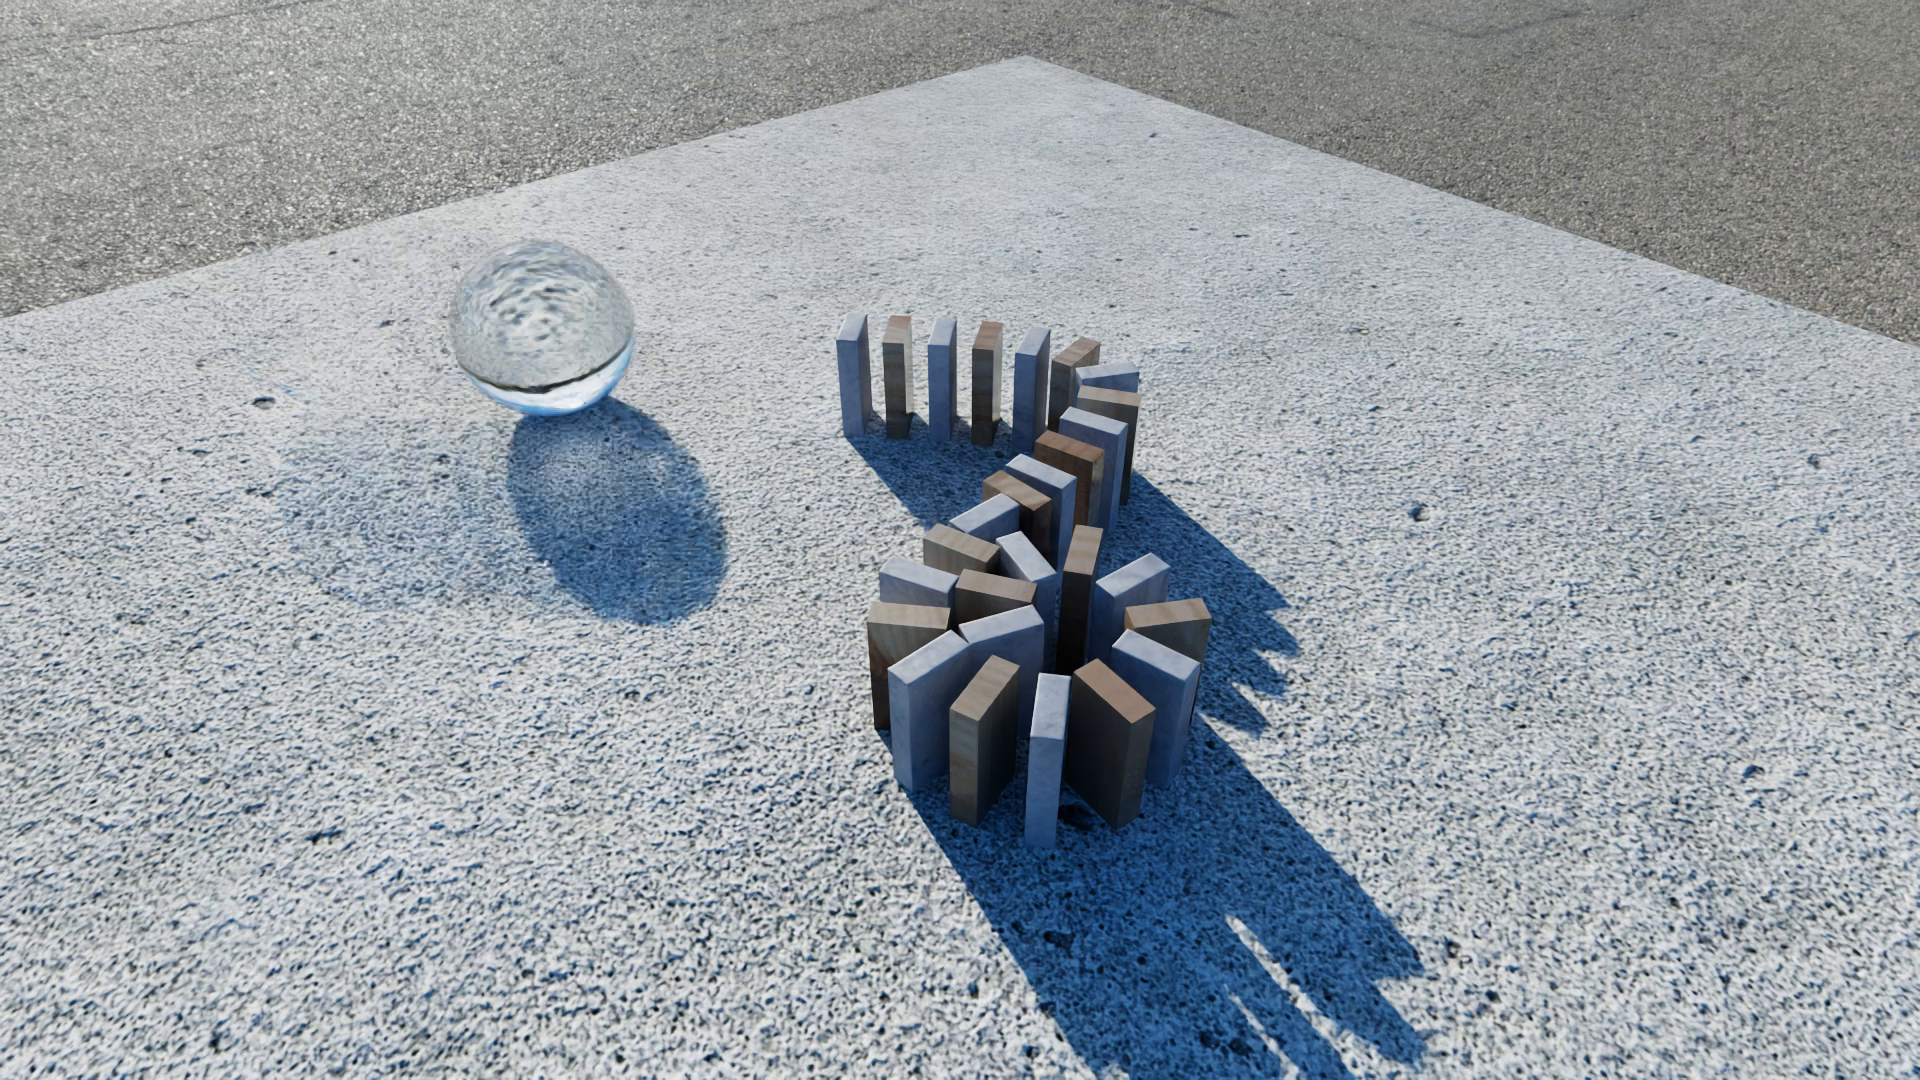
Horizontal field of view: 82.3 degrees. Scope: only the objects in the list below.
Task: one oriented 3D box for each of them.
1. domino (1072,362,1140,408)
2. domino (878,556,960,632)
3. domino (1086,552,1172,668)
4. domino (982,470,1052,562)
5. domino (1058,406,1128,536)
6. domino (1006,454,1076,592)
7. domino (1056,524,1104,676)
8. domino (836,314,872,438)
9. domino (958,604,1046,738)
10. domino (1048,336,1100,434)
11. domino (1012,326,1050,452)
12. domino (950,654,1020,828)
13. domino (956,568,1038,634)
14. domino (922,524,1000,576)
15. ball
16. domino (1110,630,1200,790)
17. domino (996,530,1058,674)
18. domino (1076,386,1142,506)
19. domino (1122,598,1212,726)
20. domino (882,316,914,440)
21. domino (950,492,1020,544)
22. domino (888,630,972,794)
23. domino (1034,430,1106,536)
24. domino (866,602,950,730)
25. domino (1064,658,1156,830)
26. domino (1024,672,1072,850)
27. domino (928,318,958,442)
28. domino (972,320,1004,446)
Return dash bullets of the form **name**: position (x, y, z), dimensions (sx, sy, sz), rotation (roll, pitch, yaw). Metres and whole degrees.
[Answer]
- **domino**: position (0.062, -0.052, 0.474), dimensions (0.025, 0.050, 0.009), rotation (-9, 40, -11)
- **domino**: position (-0.013, 0.030, 0.374), dimensions (0.025, 0.050, 0.009), rotation (17, 42, 20)
- **domino**: position (0.057, 0.031, 0.374), dimensions (0.025, 0.050, 0.010), rotation (-25, 46, -28)
- **domino**: position (0.020, 0.001, 0.410), dimensions (0.009, 0.050, 0.025), rotation (-32, 49, -33)
- **domino**: position (0.052, -0.027, 0.445), dimensions (0.025, 0.050, 0.009), rotation (20, 43, 22)
- **domino**: position (0.030, -0.006, 0.419), dimensions (0.025, 0.050, 0.010), rotation (26, 46, 28)
- **domino**: position (0.041, 0.022, 0.384), dimensions (0.009, 0.050, 0.025), rotation (9, 40, 11)
- **domino**: position (-0.048, -0.075, 0.503), dimensions (0.009, 0.050, 0.025), rotation (4, 39, 5)
- **domino**: position (0.013, 0.045, 0.356), dimensions (0.025, 0.050, 0.010), rotation (-14, 41, -17)
- **domino**: position (0.050, -0.062, 0.487), dimensions (0.010, 0.050, 0.025), rotation (25, 45, 27)
- **domino**: position (0.032, -0.067, 0.494), dimensions (0.009, 0.050, 0.025), rotation (12, 41, 14)
- **domino**: position (0.007, 0.062, 0.336), dimensions (0.009, 0.050, 0.025), rotation (21, 44, 23)
- **domino**: position (0.012, 0.034, 0.370), dimensions (0.025, 0.050, 0.010), rotation (11, 41, 13)
- **domino**: position (0.000, 0.020, 0.387), dimensions (0.025, 0.050, 0.010), rotation (21, 44, 24)
- **ball**: position (-0.191, -0.097, 0.506), dimensions (0.080, 0.080, 0.080), rotation (0, 39, 0)
- **domino**: position (0.059, 0.054, 0.346), dimensions (0.025, 0.050, 0.009), rotation (25, 46, 27)
- **domino**: position (0.022, 0.025, 0.381), dimensions (0.009, 0.050, 0.025), rotation (-17, 42, -20)
- **domino**: position (0.060, -0.039, 0.459), dimensions (0.025, 0.050, 0.009), rotation (10, 40, 12)
- **domino**: position (0.065, 0.042, 0.360), dimensions (0.025, 0.050, 0.009), rotation (-7, 40, -8)
- **domino**: position (-0.028, -0.074, 0.502), dimensions (0.009, 0.050, 0.025), rotation (4, 39, 4)
- **domino**: position (0.009, 0.010, 0.399), dimensions (0.025, 0.050, 0.009), rotation (-29, 48, -31)
- **domino**: position (-0.009, 0.054, 0.345), dimensions (0.025, 0.050, 0.009), rotation (-29, 48, -31)
- **domino**: position (0.042, -0.016, 0.431), dimensions (0.025, 0.050, 0.009), rotation (23, 45, 25)
- **domino**: position (-0.016, 0.043, 0.359), dimensions (0.025, 0.050, 0.010), rotation (5, 40, 6)
- **domino**: position (0.045, 0.063, 0.335), dimensions (0.009, 0.050, 0.025), rotation (-25, 46, -27)
- **domino**: position (0.026, 0.067, 0.330), dimensions (0.009, 0.050, 0.025), rotation (6, 40, 7)
- **domino**: position (-0.008, -0.072, 0.500), dimensions (0.010, 0.050, 0.025), rotation (5, 40, 6)
- **domino**: position (0.012, -0.070, 0.497), dimensions (0.010, 0.050, 0.025), rotation (7, 40, 9)
